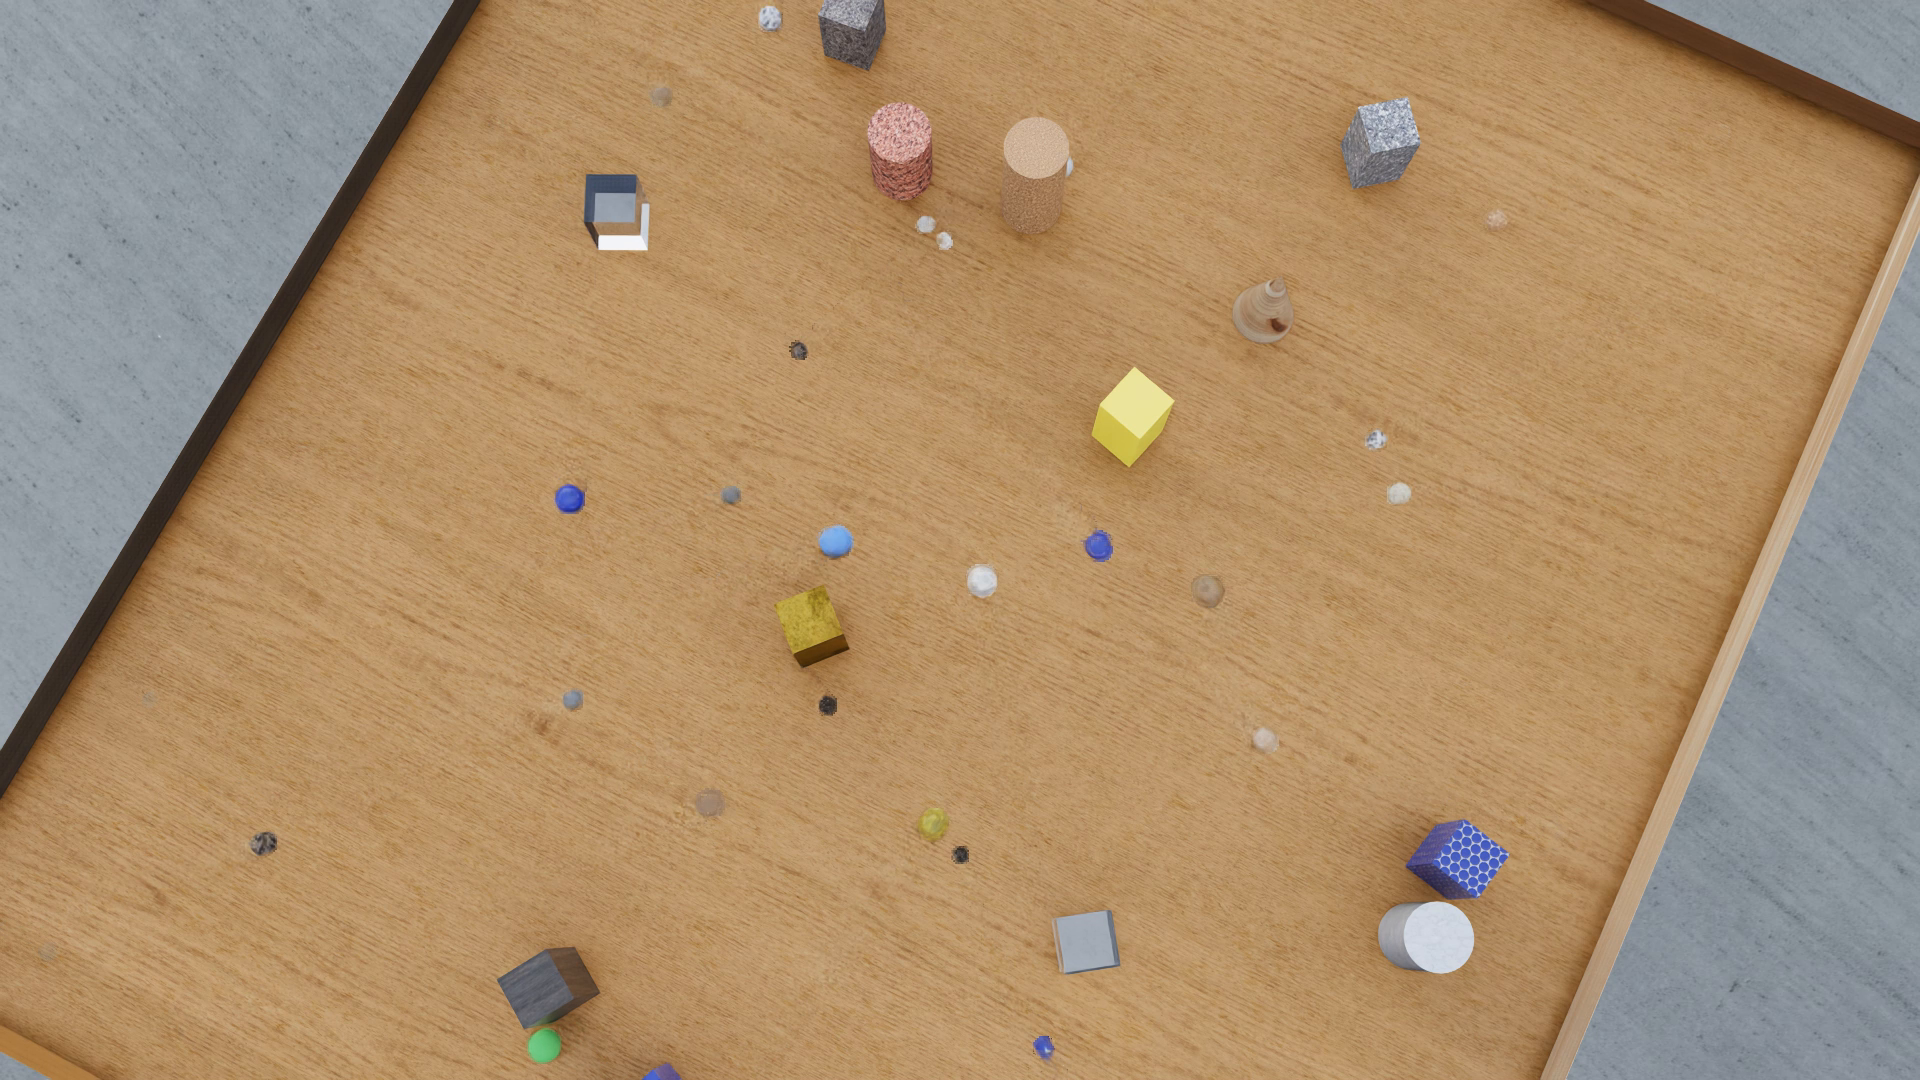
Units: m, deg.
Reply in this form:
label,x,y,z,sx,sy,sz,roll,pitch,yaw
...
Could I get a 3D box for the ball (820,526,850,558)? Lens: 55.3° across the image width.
label,x,y,z,sx,sy,sz,roll,pitch,yaw
ball,-0.380,0.007,5.567,0.095,0.095,0.095,0,78,0

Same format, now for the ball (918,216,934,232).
label,x,y,z,sx,sy,sz,roll,pitch,yaw
ball,-0.107,-0.999,5.795,0.055,0.055,0.055,0,78,0

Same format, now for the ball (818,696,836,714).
label,x,y,z,sx,sy,sz,roll,pitch,yaw
ball,-0.398,0.495,5.488,0.052,0.052,0.052,0,78,0

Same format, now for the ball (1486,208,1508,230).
label,x,y,z,sx,sy,sz,roll,pitch,yaw
ball,1.695,-1.012,5.791,0.068,0.068,0.068,0,78,0

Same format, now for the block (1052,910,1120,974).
label,x,y,z,sx,sy,sz,roll,pitch,yaw
block,0.356,1.145,5.224,0.155,0.304,0.155,-9,78,-2

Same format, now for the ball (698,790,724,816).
label,x,y,z,sx,sy,sz,roll,pitch,yaw
ball,-0.738,0.779,5.417,0.076,0.076,0.076,0,78,0

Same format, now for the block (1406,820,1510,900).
label,x,y,z,sx,sy,sz,roll,pitch,yaw
block,1.424,0.920,5.262,0.155,0.321,0.155,38,81,7

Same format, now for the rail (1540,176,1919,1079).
label,x,y,z,sx,sy,sz,roll,pitch,yaw
rail,1.972,0.972,5.350,0.045,0.126,5.087,26,80,5

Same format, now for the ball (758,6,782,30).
label,x,y,z,sx,sy,sz,roll,pitch,yaw
ball,-0.614,-1.688,5.927,0.077,0.077,0.077,0,78,0

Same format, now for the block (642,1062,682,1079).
label,x,y,z,sx,sy,sz,roll,pitch,yaw
block,-0.852,1.591,5.149,0.155,0.272,0.155,-41,81,-8

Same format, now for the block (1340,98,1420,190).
label,x,y,z,sx,sy,sz,roll,pitch,yaw
block,1.312,-1.238,5.730,0.155,0.279,0.155,-12,79,-2

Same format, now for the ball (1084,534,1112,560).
label,x,y,z,sx,sy,sz,roll,pitch,yaw
ball,0.421,0.020,5.571,0.082,0.082,0.082,0,78,0

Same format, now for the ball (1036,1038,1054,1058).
label,x,y,z,sx,sy,sz,roll,pitch,yaw
ball,0.244,1.466,5.285,0.054,0.054,0.054,0,78,0

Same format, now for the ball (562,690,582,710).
label,x,y,z,sx,sy,sz,roll,pitch,yaw
ball,-1.161,0.480,5.488,0.058,0.058,0.058,0,78,0

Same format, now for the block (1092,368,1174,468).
label,x,y,z,sx,sy,sz,roll,pitch,yaw
block,0.517,-0.366,5.517,0.155,0.342,0.155,41,81,8

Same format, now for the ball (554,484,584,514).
label,x,y,z,sx,sy,sz,roll,pitch,yaw
ball,-1.194,-0.126,5.598,0.087,0.087,0.087,0,78,0

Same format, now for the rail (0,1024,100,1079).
label,x,y,z,sx,sy,sz,roll,pitch,yaw
rail,-1.127,2.214,5.093,4.456,0.126,0.045,26,80,5

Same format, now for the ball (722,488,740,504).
label,x,y,z,sx,sy,sz,roll,pitch,yaw
ball,-0.702,-0.135,5.618,0.051,0.051,0.051,0,78,0

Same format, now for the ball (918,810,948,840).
label,x,y,z,sx,sy,sz,roll,pitch,yaw
ball,-0.080,0.840,5.397,0.090,0.090,0.090,0,78,0

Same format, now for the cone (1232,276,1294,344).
label,x,y,z,sx,sy,sz,roll,pitch,yaw
cone,0.953,-0.746,5.589,0.194,0.355,0.194,0,78,0

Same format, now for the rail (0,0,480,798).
label,x,y,z,sx,sy,sz,roll,pitch,yaw
rail,-1.972,-0.959,5.750,0.045,0.126,5.087,26,80,5

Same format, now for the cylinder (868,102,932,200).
label,x,y,z,sx,sy,sz,roll,pitch,yaw
cylinder,-0.184,-1.208,5.712,0.194,0.303,0.194,0,78,0

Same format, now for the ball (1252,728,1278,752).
label,x,y,z,sx,sy,sz,roll,pitch,yaw
ball,0.907,0.594,5.456,0.074,0.074,0.074,0,78,0

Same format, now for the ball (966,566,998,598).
label,x,y,z,sx,sy,sz,roll,pitch,yaw
ball,0.067,0.127,5.542,0.094,0.094,0.094,0,78,0

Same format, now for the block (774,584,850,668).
label,x,y,z,sx,sy,sz,roll,pitch,yaw
block,-0.435,0.258,5.405,0.155,0.310,0.155,-22,79,-4

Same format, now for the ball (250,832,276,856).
label,x,y,z,sx,sy,sz,roll,pitch,yaw
ball,-2.054,0.895,5.396,0.069,0.069,0.069,0,78,0

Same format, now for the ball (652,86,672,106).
label,x,y,z,sx,sy,sz,roll,pitch,yaw
ball,-0.958,-1.426,5.879,0.064,0.064,0.064,0,78,0

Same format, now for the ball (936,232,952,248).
label,x,y,z,sx,sy,sz,roll,pitch,yaw
ball,-0.051,-0.947,5.788,0.048,0.048,0.048,0,78,0

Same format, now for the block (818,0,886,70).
label,x,y,z,sx,sy,sz,roll,pitch,yaw
block,-0.340,-1.643,5.819,0.155,0.269,0.155,20,79,4

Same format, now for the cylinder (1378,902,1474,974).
label,x,y,z,sx,sy,sz,roll,pitch,yaw
cylinder,1.323,1.130,5.218,0.194,0.322,0.194,0,78,0

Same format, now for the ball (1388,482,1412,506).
label,x,y,z,sx,sy,sz,roll,pitch,yaw
ball,1.346,-0.141,5.611,0.069,0.069,0.069,0,78,0

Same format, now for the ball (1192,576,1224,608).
label,x,y,z,sx,sy,sz,roll,pitch,yaw
ball,0.750,0.156,5.535,0.097,0.097,0.097,0,78,0

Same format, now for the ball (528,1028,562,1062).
label,x,y,z,sx,sy,sz,roll,pitch,yaw
ball,-1.191,1.453,5.268,0.093,0.093,0.093,0,78,0

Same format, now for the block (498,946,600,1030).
label,x,y,z,sx,sy,sz,roll,pitch,yaw
block,-1.155,1.259,5.166,0.155,0.373,0.155,-31,80,-6

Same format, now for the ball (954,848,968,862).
label,x,y,z,sx,sy,sz,roll,pitch,yaw
ball,0.002,0.929,5.403,0.042,0.042,0.042,0,78,0

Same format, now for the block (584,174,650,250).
label,x,y,z,sx,sy,sz,roll,pitch,yaw
block,-1.067,-1.019,5.707,0.155,0.235,0.155,0,78,0

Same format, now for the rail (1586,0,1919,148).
label,x,y,z,sx,sy,sz,roll,pitch,yaw
rail,1.127,-2.201,6.006,4.456,0.126,0.045,26,80,5

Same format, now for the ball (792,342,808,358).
label,x,y,z,sx,sy,sz,roll,pitch,yaw
ball,-0.500,-0.592,5.715,0.048,0.048,0.048,0,78,0

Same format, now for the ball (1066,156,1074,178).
label,x,y,z,sx,sy,sz,roll,pitch,yaw
ball,0.313,-1.185,5.804,0.090,0.090,0.090,0,78,0

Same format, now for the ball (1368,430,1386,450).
label,x,y,z,sx,sy,sz,roll,pitch,yaw
ball,1.286,-0.308,5.651,0.058,0.058,0.058,0,78,0

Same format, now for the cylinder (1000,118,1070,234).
label,x,y,z,sx,sy,sz,roll,pitch,yaw
cylinder,0.225,-1.110,5.618,0.194,0.447,0.194,0,78,0
